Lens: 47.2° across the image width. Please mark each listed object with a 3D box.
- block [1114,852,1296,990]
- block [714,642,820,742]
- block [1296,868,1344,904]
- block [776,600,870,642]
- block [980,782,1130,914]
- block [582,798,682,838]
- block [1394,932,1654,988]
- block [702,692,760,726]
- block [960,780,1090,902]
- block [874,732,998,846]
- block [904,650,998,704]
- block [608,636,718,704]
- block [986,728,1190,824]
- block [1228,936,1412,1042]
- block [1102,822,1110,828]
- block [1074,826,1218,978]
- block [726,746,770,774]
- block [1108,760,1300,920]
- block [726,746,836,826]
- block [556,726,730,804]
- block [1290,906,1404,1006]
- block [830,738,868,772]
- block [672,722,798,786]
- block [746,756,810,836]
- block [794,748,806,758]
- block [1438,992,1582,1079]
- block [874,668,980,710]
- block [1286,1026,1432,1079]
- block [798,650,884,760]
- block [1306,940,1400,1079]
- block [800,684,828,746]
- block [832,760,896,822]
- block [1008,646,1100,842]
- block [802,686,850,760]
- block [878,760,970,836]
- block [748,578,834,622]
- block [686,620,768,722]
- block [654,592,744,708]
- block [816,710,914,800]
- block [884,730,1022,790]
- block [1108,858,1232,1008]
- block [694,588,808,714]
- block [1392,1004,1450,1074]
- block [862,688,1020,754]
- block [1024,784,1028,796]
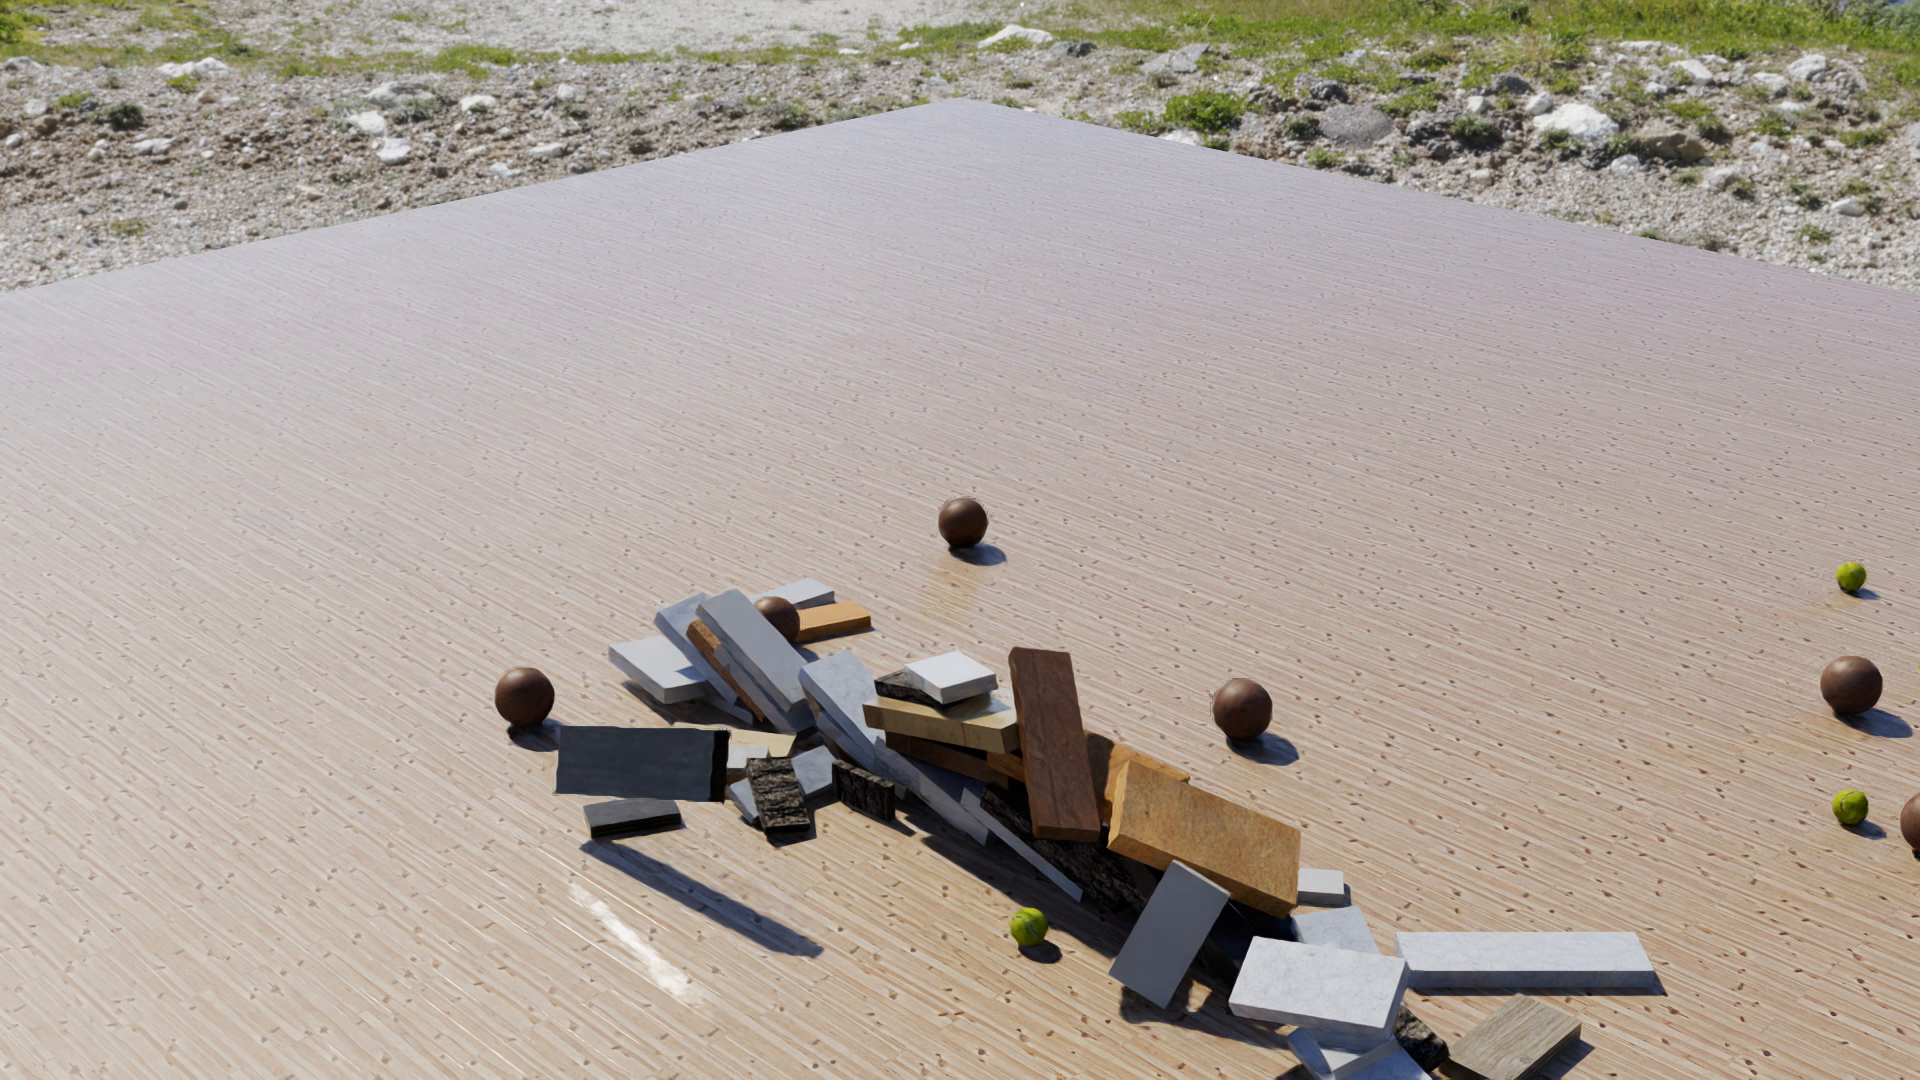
[{"bbox_3d":[0.458,0.652,3.968,0.179,0.051,0.357,-13,43,-34],"label":"block"},{"bbox_3d":[-0.396,0.312,4.783,0.139,0.039,0.278,-21,59,-44],"label":"block"},{"bbox_3d":[0.645,0.656,4.185,0.165,0.023,0.082,3,23,7],"label":"block"},{"bbox_3d":[-0.327,0.194,5.268,0.203,0.029,0.102,-11,25,-23],"label":"block"},{"bbox_3d":[0.227,0.559,4.206,0.179,0.051,0.357,-22,46,-41],"label":"block"},{"bbox_3d":[-0.661,0.553,4.426,0.181,0.026,0.090,-8,24,-17],"label":"block"},{"bbox_3d":[1.009,0.752,3.944,0.435,0.035,0.123,0,23,0],"label":"block"},{"bbox_3d":[-0.488,0.350,4.898,0.102,0.029,0.203,-21,31,-41],"label":"block"},{"bbox_3d":[0.174,0.560,4.274,0.164,0.046,0.328,-22,46,-41],"label":"block"},{"bbox_3d":[-0.003,0.474,4.427,0.164,0.046,0.328,-21,47,-41],"label":"block"},{"bbox_3d":[-0.019,0.267,4.299,0.114,0.032,0.228,-14,13,-16],"label":"block"},{"bbox_3d":[-0.667,0.290,4.938,0.134,0.038,0.268,-10,24,-34],"label":"block"},{"bbox_3d":[0.238,0.433,4.137,0.349,0.049,0.175,22,31,39],"label":"block"},{"bbox_3d":[0.593,0.738,3.630,0.270,0.038,0.135,3,47,31],"label":"block"},{"bbox_3d":[0.351,0.519,4.062,0.165,0.023,0.082,7,16,45],"label":"block"},{"bbox_3d":[0.401,0.641,4.052,0.179,0.051,0.357,-22,48,-41],"label":"block"},{"bbox_3d":[-0.466,0.455,4.552,0.133,0.019,0.067,-1,36,4],"label":"block"},{"bbox_3d":[0.441,0.538,3.951,0.349,0.049,0.175,23,42,-9],"label":"block"},{"bbox_3d":[-0.351,0.499,4.494,0.243,0.026,0.090,-21,56,-36],"label":"block"},{"bbox_3d":[-0.616,0.429,4.233,0.446,0.134,0.038,-3,-10,41],"label":"block"},{"bbox_3d":[0.678,0.754,3.828,0.123,0.035,0.247,-6,45,-14],"label":"block"},{"bbox_3d":[-0.177,0.446,4.600,0.091,0.026,0.183,-22,51,-41],"label":"block"},{"bbox_3d":[-0.490,0.453,4.606,0.268,0.038,0.134,6,37,13],"label":"block"},{"bbox_3d":[-0.368,0.513,4.426,0.090,0.026,0.181,-2,43,-21],"label":"block"},{"bbox_3d":[-0.310,0.477,4.612,0.133,0.019,0.067,17,28,34],"label":"block"},{"bbox_3d":[0.929,0.853,3.705,0.123,0.035,0.247,20,30,39],"label":"block"},{"bbox_3d":[-0.058,0.290,4.383,0.114,0.032,0.228,-20,15,-34],"label":"block"},{"bbox_3d":[0.660,0.864,3.564,0.135,0.038,0.270,-32,39,-9],"label":"block"},{"bbox_3d":[-0.208,0.342,4.597,0.130,0.037,0.260,-20,52,-40],"label":"block"},{"bbox_3d":[0.622,0.775,3.631,0.115,0.033,0.230,-26,38,-1],"label":"block"},{"bbox_3d":[-0.271,0.359,4.700,0.091,0.183,0.026,-21,-3,-43],"label":"block"},{"bbox_3d":[-0.196,0.508,4.463,0.156,0.078,0.022,19,30,38],"label":"block"},{"bbox_3d":[0.171,0.372,4.065,0.115,0.033,0.446,7,41,-13],"label":"block"},{"bbox_3d":[-0.259,0.374,4.666,0.091,0.183,0.026,-22,-3,-41],"label":"block"},{"bbox_3d":[-0.029,0.490,4.470,0.130,0.037,0.260,-22,47,-41],"label":"block"},{"bbox_3d":[-0.419,0.147,5.378,0.203,0.029,0.102,-18,29,-36],"label":"block"},{"bbox_3d":[-0.465,0.270,4.854,0.139,0.039,0.278,-21,59,-44],"label":"block"},{"bbox_3d":[-0.540,0.242,4.906,0.278,0.039,0.139,44,41,20],"label":"block"},{"bbox_3d":[-0.163,0.425,4.580,0.260,0.037,0.130,38,40,26],"label":"block"},{"bbox_3d":[0.026,0.402,4.357,0.328,0.046,0.164,14,26,40],"label":"block"},{"bbox_3d":[0.365,0.685,3.826,0.115,0.230,0.033,30,7,14],"label":"block"},{"bbox_3d":[-0.428,0.237,4.755,0.316,0.032,0.114,45,41,20],"label":"block"},{"bbox_3d":[0.674,0.813,3.680,0.135,0.038,0.270,-36,43,-13],"label":"block"},{"bbox_3d":[0.009,0.339,4.300,0.175,0.049,0.426,-21,16,-37],"label":"block"},{"bbox_3d":[0.220,0.481,4.174,0.082,0.023,0.199,-19,18,-39],"label":"block"}]
